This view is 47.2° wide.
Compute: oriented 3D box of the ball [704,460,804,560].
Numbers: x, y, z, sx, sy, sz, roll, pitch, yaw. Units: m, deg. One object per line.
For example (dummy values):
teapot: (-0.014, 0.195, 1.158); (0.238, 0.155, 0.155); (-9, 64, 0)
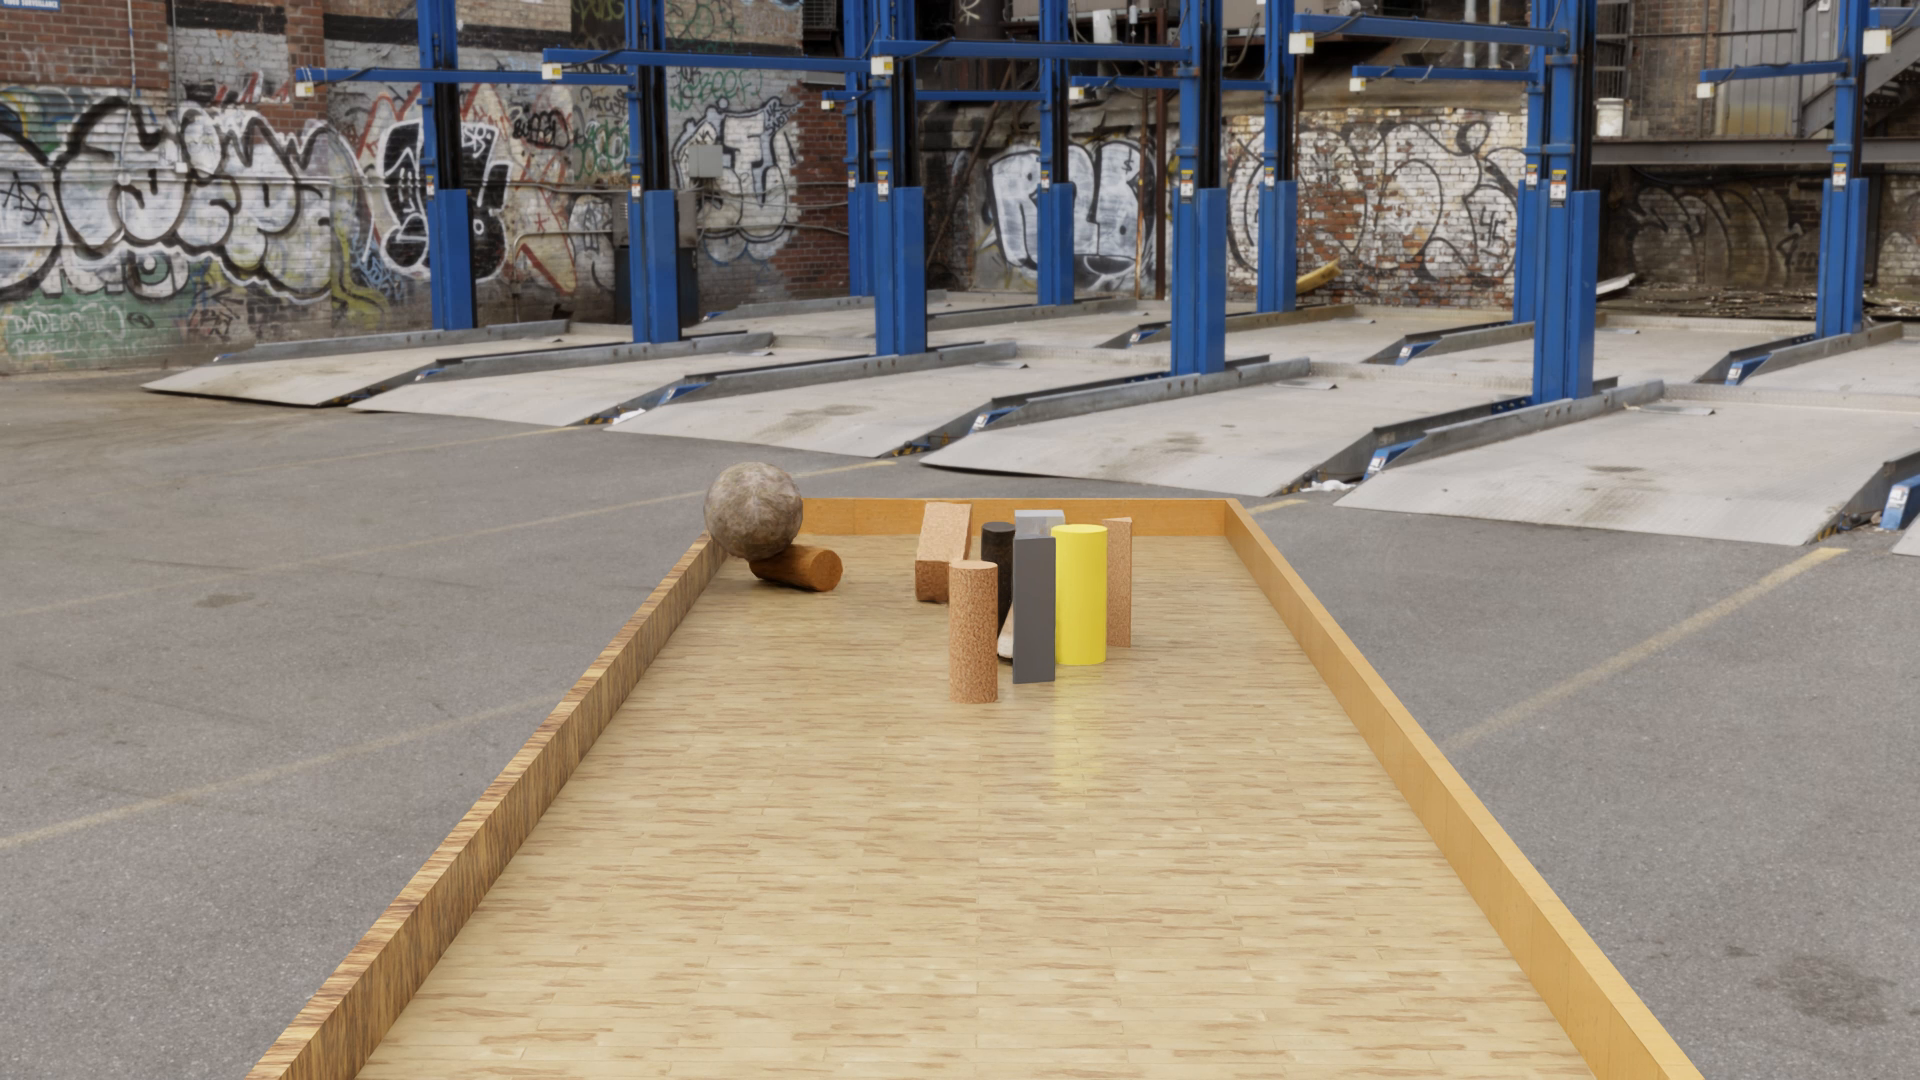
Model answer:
ball: (-0.739, -0.105, 7.871); (0.355, 0.355, 0.355); (0, 9, 0)

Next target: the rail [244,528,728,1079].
rail: (-1.004, 0.839, 3.234); (0.050, 0.150, 12.000); (0, 9, 1)

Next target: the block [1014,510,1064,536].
block: (0.250, 0.118, 6.957); (0.154, 0.410, 0.154); (0, 9, 0)

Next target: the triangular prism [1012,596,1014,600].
triangular prism: (0.236, 0.120, 7.271); (0.425, 0.128, 0.110); (-17, -31, 14)

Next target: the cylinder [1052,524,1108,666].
cylinder: (0.362, 0.165, 6.680); (0.169, 0.404, 0.169); (0, 9, 0)

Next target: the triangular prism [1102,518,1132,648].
triangular prism: (0.511, 0.131, 6.914); (0.106, 0.398, 0.092); (6, 11, 31)

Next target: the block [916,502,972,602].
block: (-0.056, 0.040, 7.793); (0.161, 0.161, 0.423); (2, 29, 4)

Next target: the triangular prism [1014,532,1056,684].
triangular prism: (0.198, 0.196, 6.414); (0.129, 0.424, 0.112); (-3, 10, -19)

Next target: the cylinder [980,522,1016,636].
cylinder: (0.111, 0.151, 6.734); (0.104, 0.402, 0.104); (2, 18, -1)

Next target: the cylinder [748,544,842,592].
cylinder: (-0.598, 0.090, 7.964); (0.150, 0.150, 0.355); (-8, 12, -42)

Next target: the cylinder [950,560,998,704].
cylinder: (0.038, 0.258, 6.164); (0.137, 0.381, 0.137); (0, 9, 0)

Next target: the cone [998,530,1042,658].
cone: (0.218, 0.156, 6.663); (0.178, 0.401, 0.178); (9, 5, -1)

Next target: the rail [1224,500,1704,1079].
rail: (1.046, 0.843, 3.208); (0.050, 0.150, 12.000); (0, 9, 1)

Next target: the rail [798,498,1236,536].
rail: (0.099, -0.098, 9.147); (2.100, 0.150, 0.050); (0, 9, 1)
